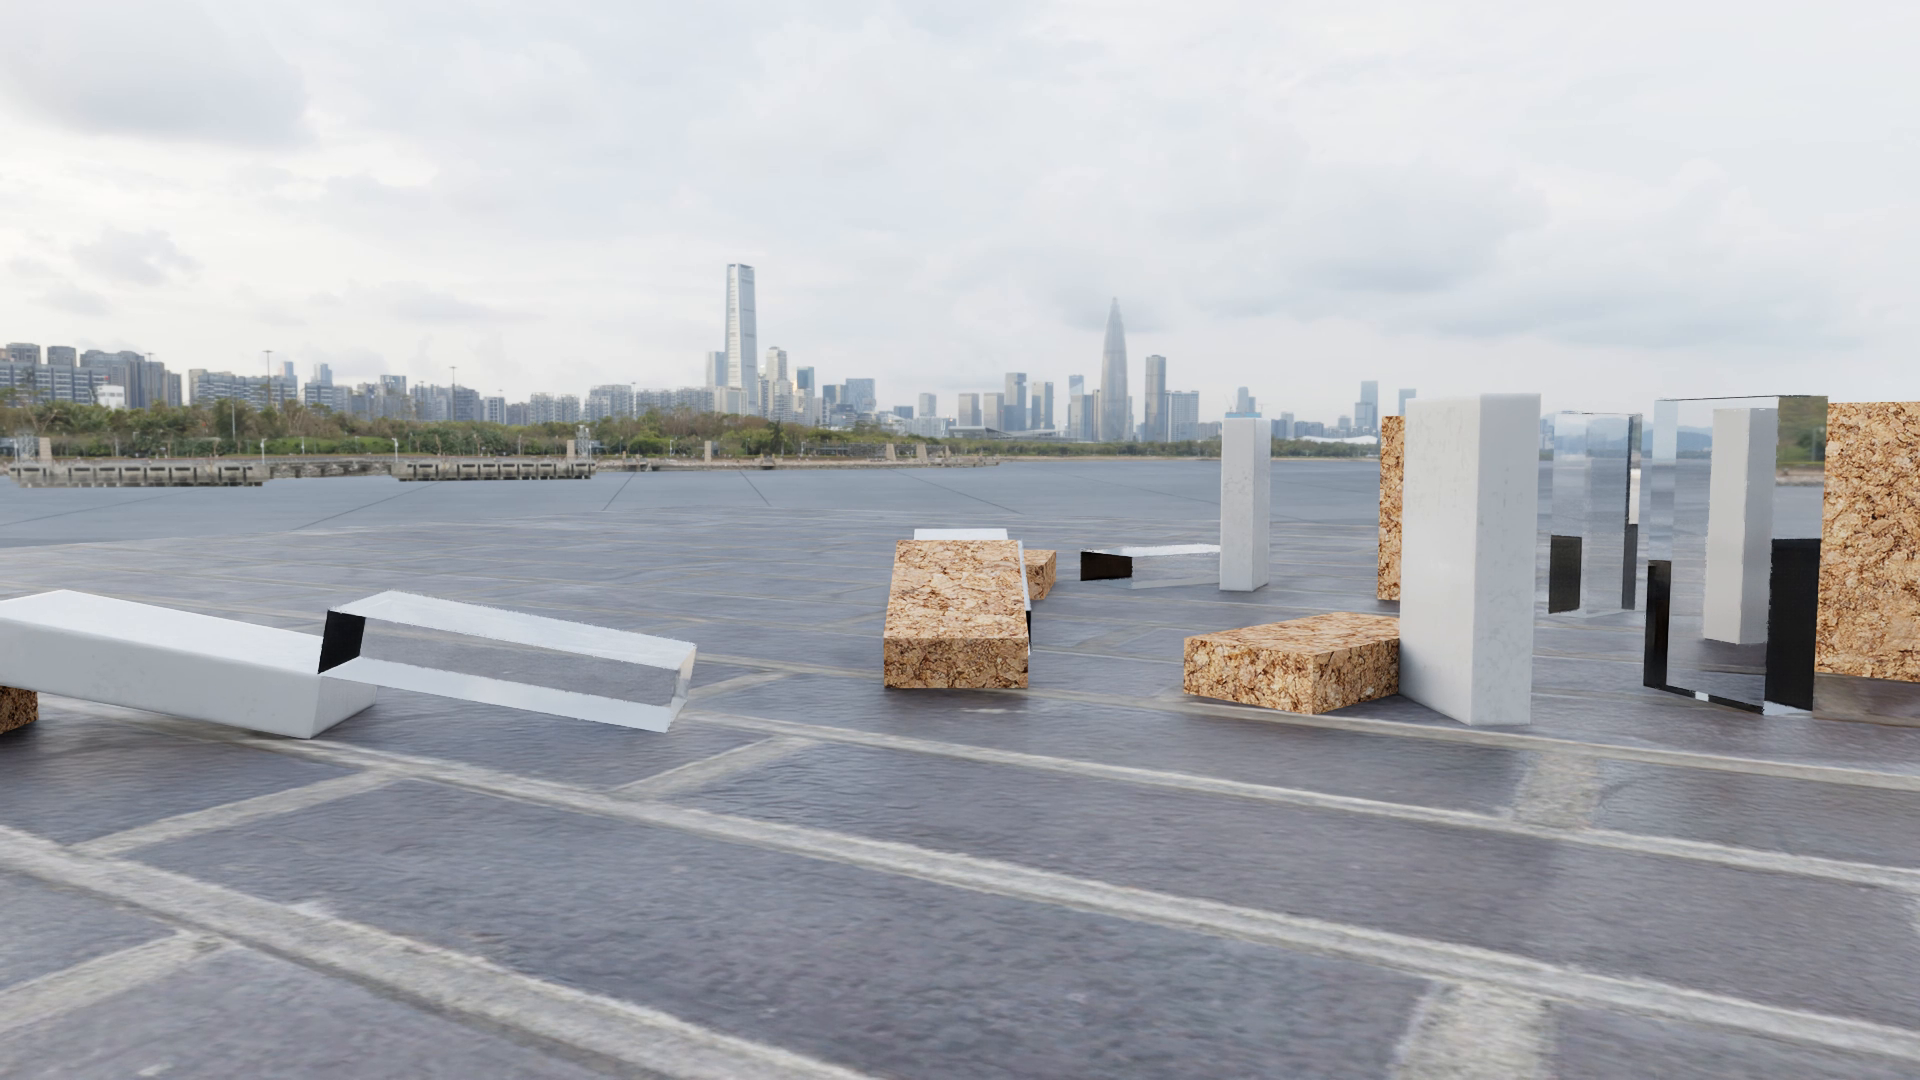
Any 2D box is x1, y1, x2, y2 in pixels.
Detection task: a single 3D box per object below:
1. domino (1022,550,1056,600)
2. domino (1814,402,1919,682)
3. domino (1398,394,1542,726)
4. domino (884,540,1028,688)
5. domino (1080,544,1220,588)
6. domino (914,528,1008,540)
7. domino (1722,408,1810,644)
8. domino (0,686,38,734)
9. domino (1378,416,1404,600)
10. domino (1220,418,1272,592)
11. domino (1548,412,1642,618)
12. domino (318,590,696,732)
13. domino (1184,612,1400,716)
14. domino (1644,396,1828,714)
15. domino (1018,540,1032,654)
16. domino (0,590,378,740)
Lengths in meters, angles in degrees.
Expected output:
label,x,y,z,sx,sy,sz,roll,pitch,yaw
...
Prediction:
label,x,y,z,sx,sy,sz,roll,pitch,yaw
domino,0.014,0.010,0.377,0.025,0.010,0.050,1,4,8
domino,0.170,0.000,0.235,0.025,0.050,0.009,4,6,43
domino,0.081,0.002,0.205,0.009,0.050,0.025,0,4,-6
domino,-0.001,0.013,0.246,0.025,0.009,0.050,0,20,0
domino,0.065,0.008,0.400,0.050,0.009,0.025,-3,5,-32
domino,0.000,0.008,0.328,0.025,0.010,0.050,0,16,0
domino,0.181,-0.003,0.280,0.025,0.050,0.009,-1,4,-14
domino,-0.165,0.024,0.182,0.050,0.010,0.025,-1,4,-10
domino,0.126,-0.009,0.357,0.009,0.050,0.025,3,6,39
domino,0.085,-0.011,0.382,0.009,0.050,0.025,2,5,24
domino,0.160,-0.007,0.323,0.025,0.050,0.009,-3,5,-37
domino,-0.068,0.018,0.199,0.050,0.009,0.025,11,3,-6
domino,0.065,0.021,0.227,0.050,0.010,0.025,-4,6,-43
domino,0.128,0.002,0.213,0.010,0.050,0.025,-1,4,-14
domino,0.002,0.012,0.282,0.025,0.010,0.050,0,16,0
domino,-0.118,0.018,0.194,0.050,0.010,0.025,11,3,-6
